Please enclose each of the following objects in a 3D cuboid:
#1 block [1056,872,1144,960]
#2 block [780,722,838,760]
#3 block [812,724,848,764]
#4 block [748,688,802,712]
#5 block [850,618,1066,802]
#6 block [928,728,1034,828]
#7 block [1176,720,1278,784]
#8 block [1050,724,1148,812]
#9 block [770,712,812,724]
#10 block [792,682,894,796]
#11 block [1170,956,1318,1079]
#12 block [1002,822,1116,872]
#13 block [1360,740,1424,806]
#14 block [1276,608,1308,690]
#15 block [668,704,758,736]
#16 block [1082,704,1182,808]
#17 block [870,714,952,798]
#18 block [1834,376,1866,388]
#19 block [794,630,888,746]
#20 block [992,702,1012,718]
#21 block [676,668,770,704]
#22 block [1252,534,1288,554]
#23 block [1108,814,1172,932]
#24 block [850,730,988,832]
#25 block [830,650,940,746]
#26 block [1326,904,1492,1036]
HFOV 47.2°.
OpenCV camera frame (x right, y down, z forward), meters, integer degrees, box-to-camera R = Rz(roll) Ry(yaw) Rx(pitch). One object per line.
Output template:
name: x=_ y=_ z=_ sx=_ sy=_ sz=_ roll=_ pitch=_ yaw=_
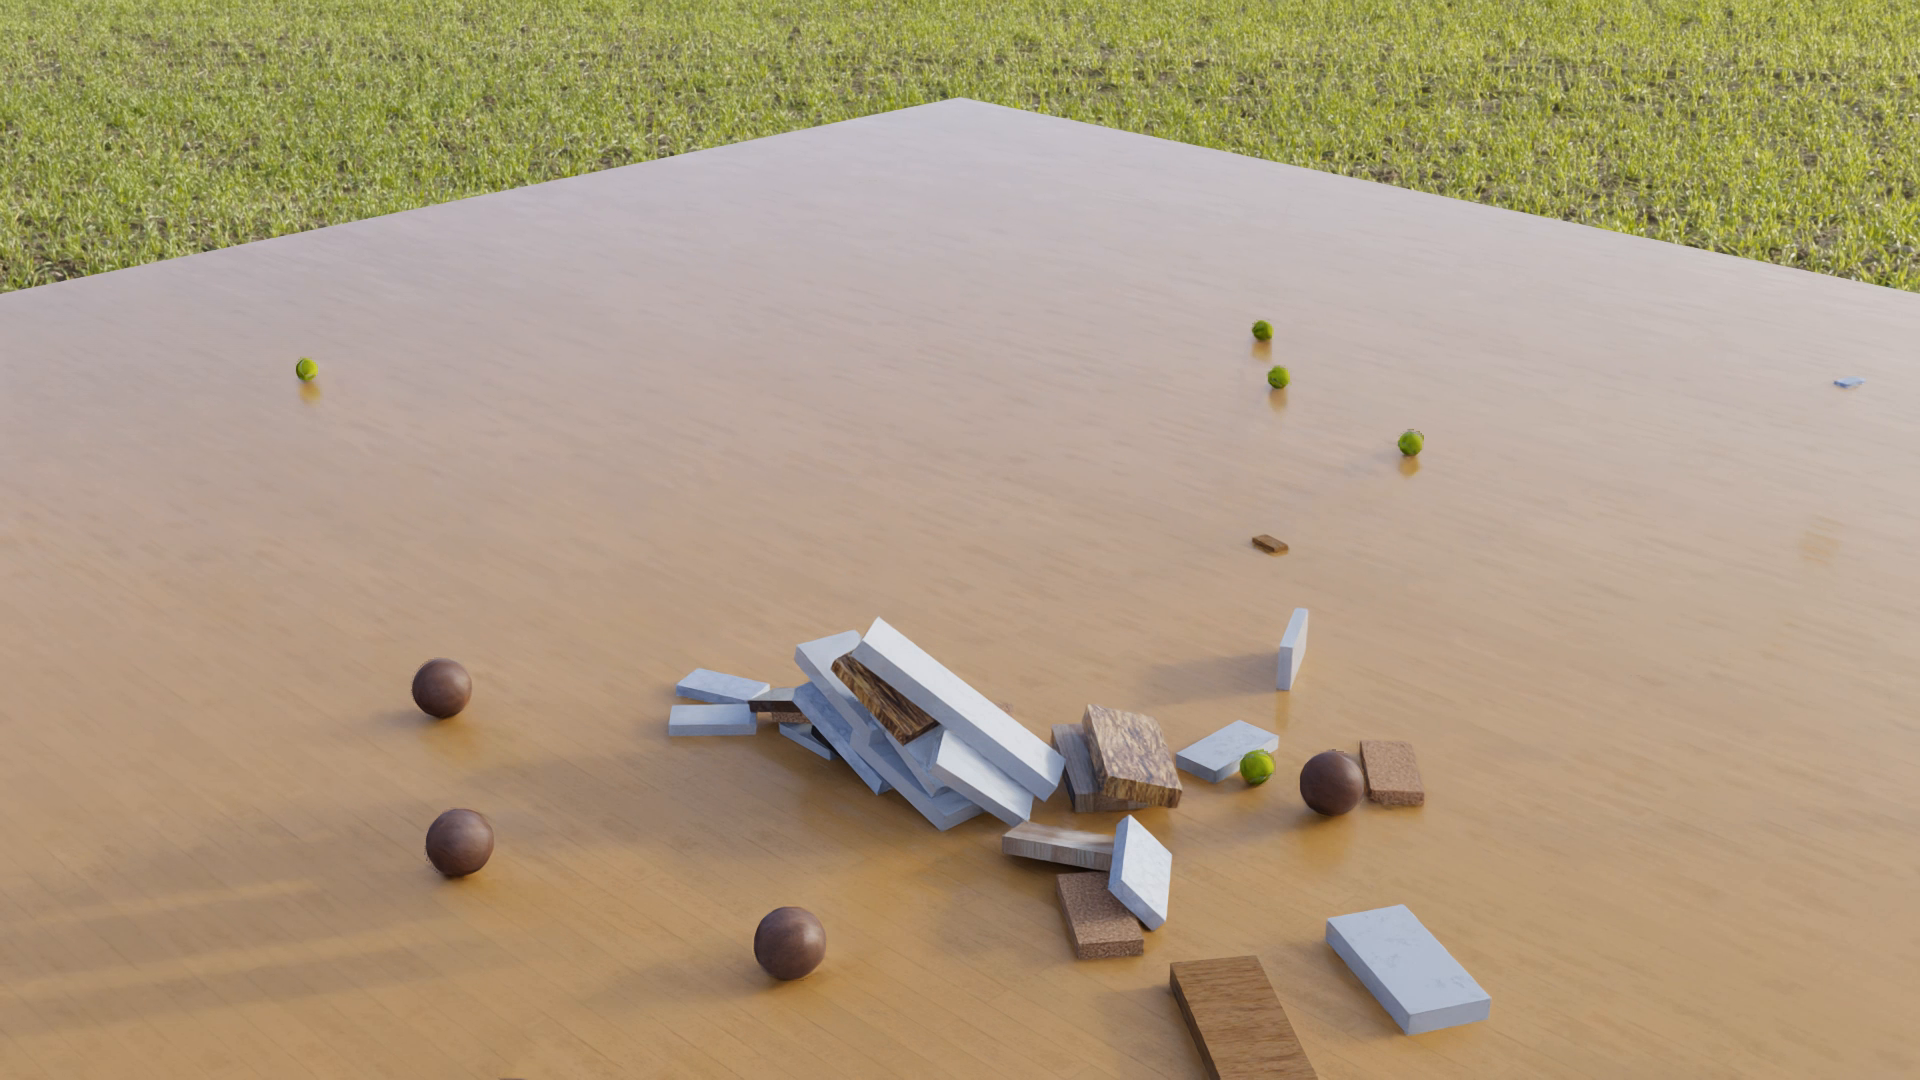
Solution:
block: x=0.258 y=0.694 z=4.082 sx=0.119 sy=0.034 sz=0.239 roll=-3 pitch=23 yaw=-7
block: x=-0.303 y=0.421 z=4.738 sx=0.086 sy=0.024 sz=0.171 roll=-20 pitch=30 yaw=-39
block: x=-0.228 y=0.431 z=4.660 sx=0.086 sy=0.024 sz=0.171 roll=-20 pitch=40 yaw=-39
block: x=-0.360 y=0.347 z=4.778 sx=0.187 sy=0.027 sz=0.094 roll=-3 pitch=13 yaw=39
block: x=0.000 y=0.343 z=4.488 sx=0.491 sy=0.043 sz=0.151 roll=37 pitch=19 yaw=-2
block: x=0.044 y=0.480 z=4.404 sx=0.226 sy=0.032 sz=0.113 roll=34 pitch=32 yaw=-12
block: x=0.567 y=0.448 z=4.666 sx=0.108 sy=0.030 sz=0.215 roll=21 pitch=31 yaw=40
block: x=0.289 y=0.471 z=4.596 sx=0.151 sy=0.043 sz=0.302 roll=-3 pitch=23 yaw=-7
block: x=-0.321 y=0.370 z=4.754 sx=0.086 sy=0.024 sz=0.171 roll=-21 pitch=13 yaw=-42
block: x=-0.203 y=0.398 z=4.627 sx=0.149 sy=0.042 sz=0.298 roll=-20 pitch=52 yaw=-38
block: x=0.479 y=0.836 z=3.733 sx=0.157 sy=0.044 sz=0.381 roll=-4 pitch=23 yaw=-8
block: x=0.214 y=0.595 z=4.267 sx=0.239 sy=0.034 sz=0.119 roll=7 pitch=9 yaw=21
block: x=0.899 y=0.483 z=4.582 sx=0.108 sy=0.030 sz=0.215 roll=2 pitch=23 yaw=4
block: x=0.762 y=0.249 z=5.037 sx=0.030 sy=0.108 sz=0.215 roll=7 pitch=24 yaw=16
block: x=-0.538 y=0.393 z=4.801 sx=0.187 sy=0.027 sz=0.094 roll=-1 pitch=23 yaw=-2
block: x=0.351 y=0.443 z=4.538 sx=0.157 sy=0.044 sz=0.313 roll=12 pitch=21 yaw=-10
block: x=-0.072 y=0.413 z=4.470 sx=0.113 sy=0.032 sz=0.226 roll=-18 pitch=58 yaw=-36
block: x=2.797 y=-0.496 z=6.915 sx=0.090 sy=0.013 sz=0.045 roll=-13 pitch=26 yaw=-29
block: x=-0.206 y=0.307 z=4.615 sx=0.149 sy=0.042 sz=0.298 roll=-14 pitch=42 yaw=-34
block: x=-0.038 y=0.405 z=4.752 sx=0.302 sy=0.043 sz=0.151 roll=0 pitch=23 yaw=1
block: x=-0.532 y=0.336 z=4.936 sx=0.187 sy=0.027 sz=0.094 roll=10 pitch=25 yaw=23
block: x=0.808 y=0.009 z=5.723 sx=0.045 sy=0.013 sz=0.090 roll=-14 pitch=27 yaw=-30
block: x=0.341 y=0.625 z=4.149 sx=0.119 sy=0.034 sz=0.239 roll=44 pitch=22 yaw=-11
block: x=-0.074 y=0.467 z=4.503 sx=0.149 sy=0.042 sz=0.298 roll=-20 pitch=46 yaw=-38
block: x=-0.147 y=0.310 z=4.488 sx=0.113 sy=0.032 sz=0.226 roll=-27 pitch=64 yaw=-40
block: x=0.793 y=0.761 z=3.912 sx=0.157 sy=0.044 sz=0.313 roll=-7 pitch=24 yaw=-16
